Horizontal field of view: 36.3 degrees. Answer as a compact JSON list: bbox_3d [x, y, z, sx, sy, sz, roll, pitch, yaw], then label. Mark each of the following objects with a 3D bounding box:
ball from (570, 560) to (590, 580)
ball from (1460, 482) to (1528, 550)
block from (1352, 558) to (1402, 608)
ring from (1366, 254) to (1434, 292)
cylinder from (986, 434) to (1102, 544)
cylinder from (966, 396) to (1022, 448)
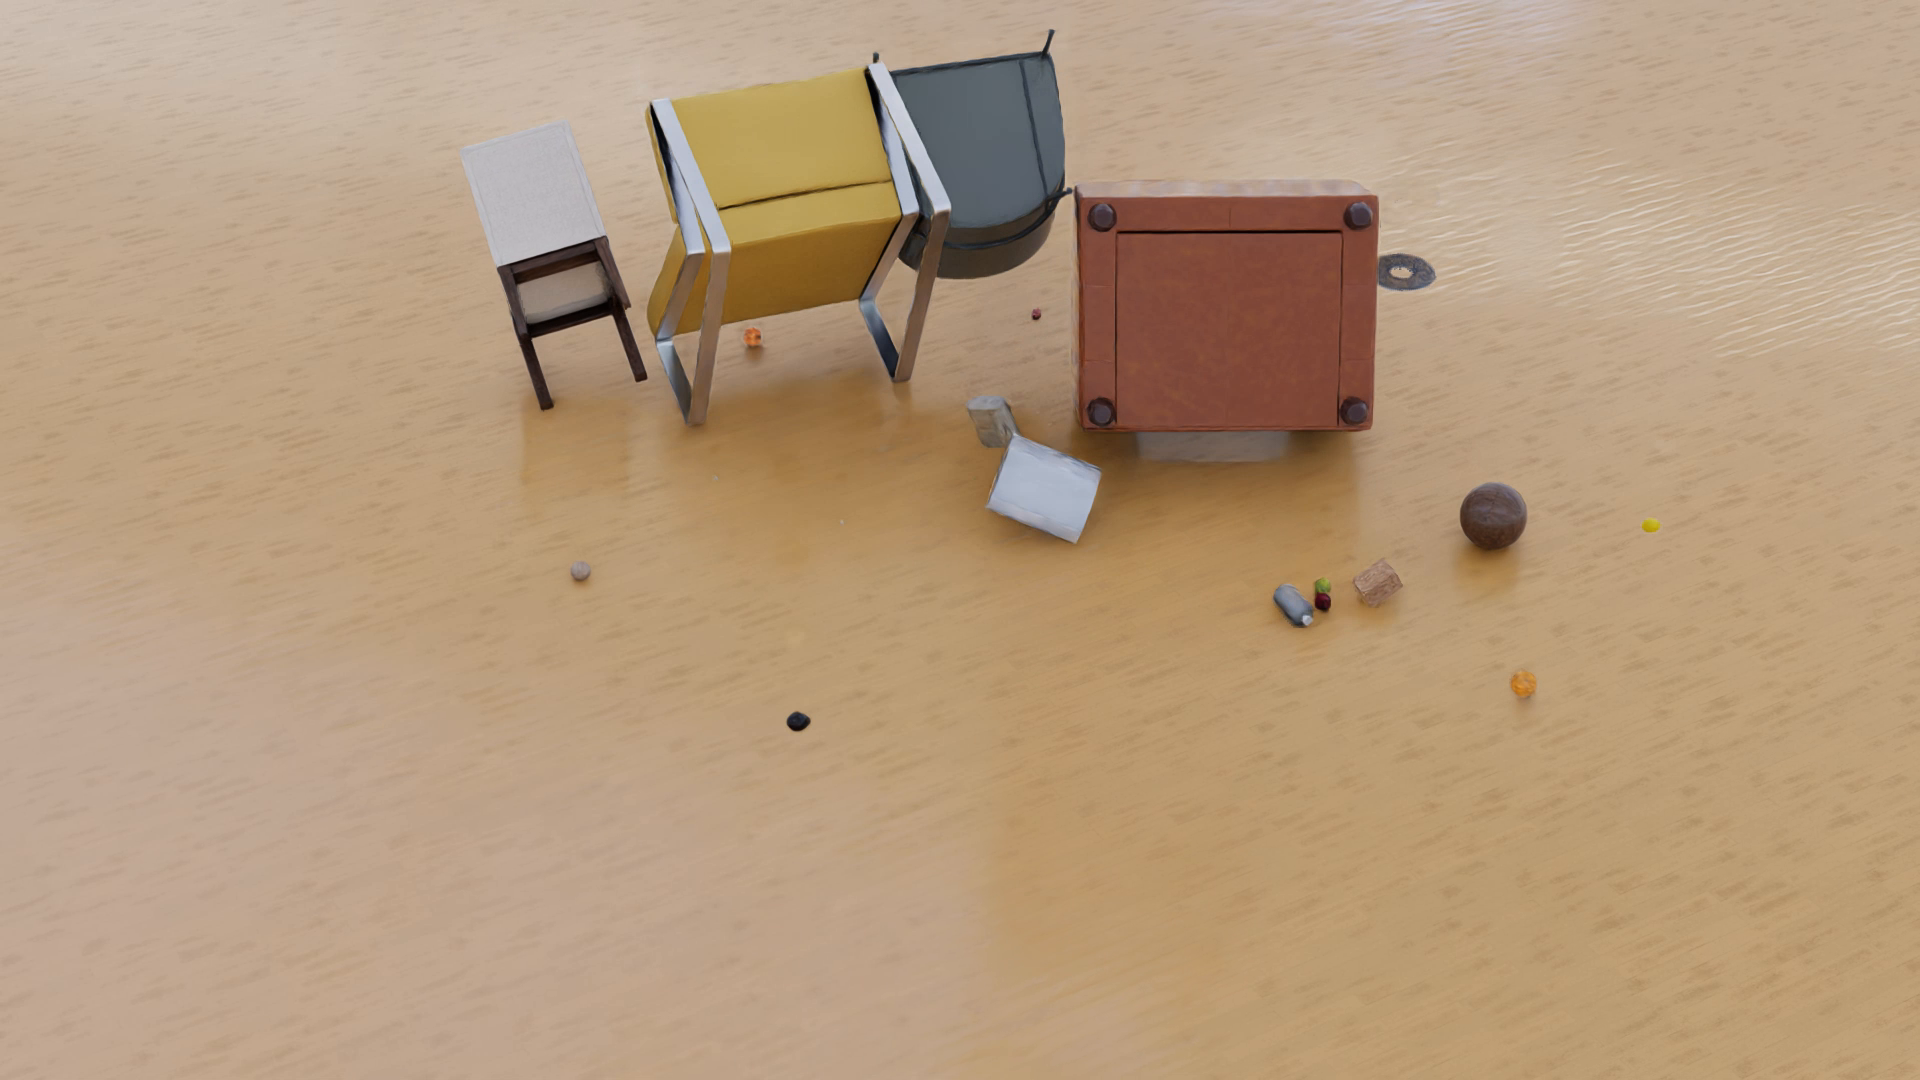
[{"bbox_3d":[-1.385,0.113,10.706,0.074,0.074,0.074,0,33,0],"label":"ball"},{"bbox_3d":[1.975,-0.091,10.855,0.250,0.250,0.250,0,33,0],"label":"ball"},{"bbox_3d":[1.505,0.154,10.570,0.139,0.088,0.091,-35,45,2],"label":"block"},{"bbox_3d":[1.716,-1.042,11.423,0.270,0.144,0.062,5,-3,-4],"label":"ring"},{"bbox_3d":[0.313,-0.193,10.937,0.358,0.209,0.352,21,50,-3],"label":"cylinder"},{"bbox_3d":[0.130,-0.453,11.227,0.114,0.163,0.308,-29,17,-18],"label":"cylinder"}]
